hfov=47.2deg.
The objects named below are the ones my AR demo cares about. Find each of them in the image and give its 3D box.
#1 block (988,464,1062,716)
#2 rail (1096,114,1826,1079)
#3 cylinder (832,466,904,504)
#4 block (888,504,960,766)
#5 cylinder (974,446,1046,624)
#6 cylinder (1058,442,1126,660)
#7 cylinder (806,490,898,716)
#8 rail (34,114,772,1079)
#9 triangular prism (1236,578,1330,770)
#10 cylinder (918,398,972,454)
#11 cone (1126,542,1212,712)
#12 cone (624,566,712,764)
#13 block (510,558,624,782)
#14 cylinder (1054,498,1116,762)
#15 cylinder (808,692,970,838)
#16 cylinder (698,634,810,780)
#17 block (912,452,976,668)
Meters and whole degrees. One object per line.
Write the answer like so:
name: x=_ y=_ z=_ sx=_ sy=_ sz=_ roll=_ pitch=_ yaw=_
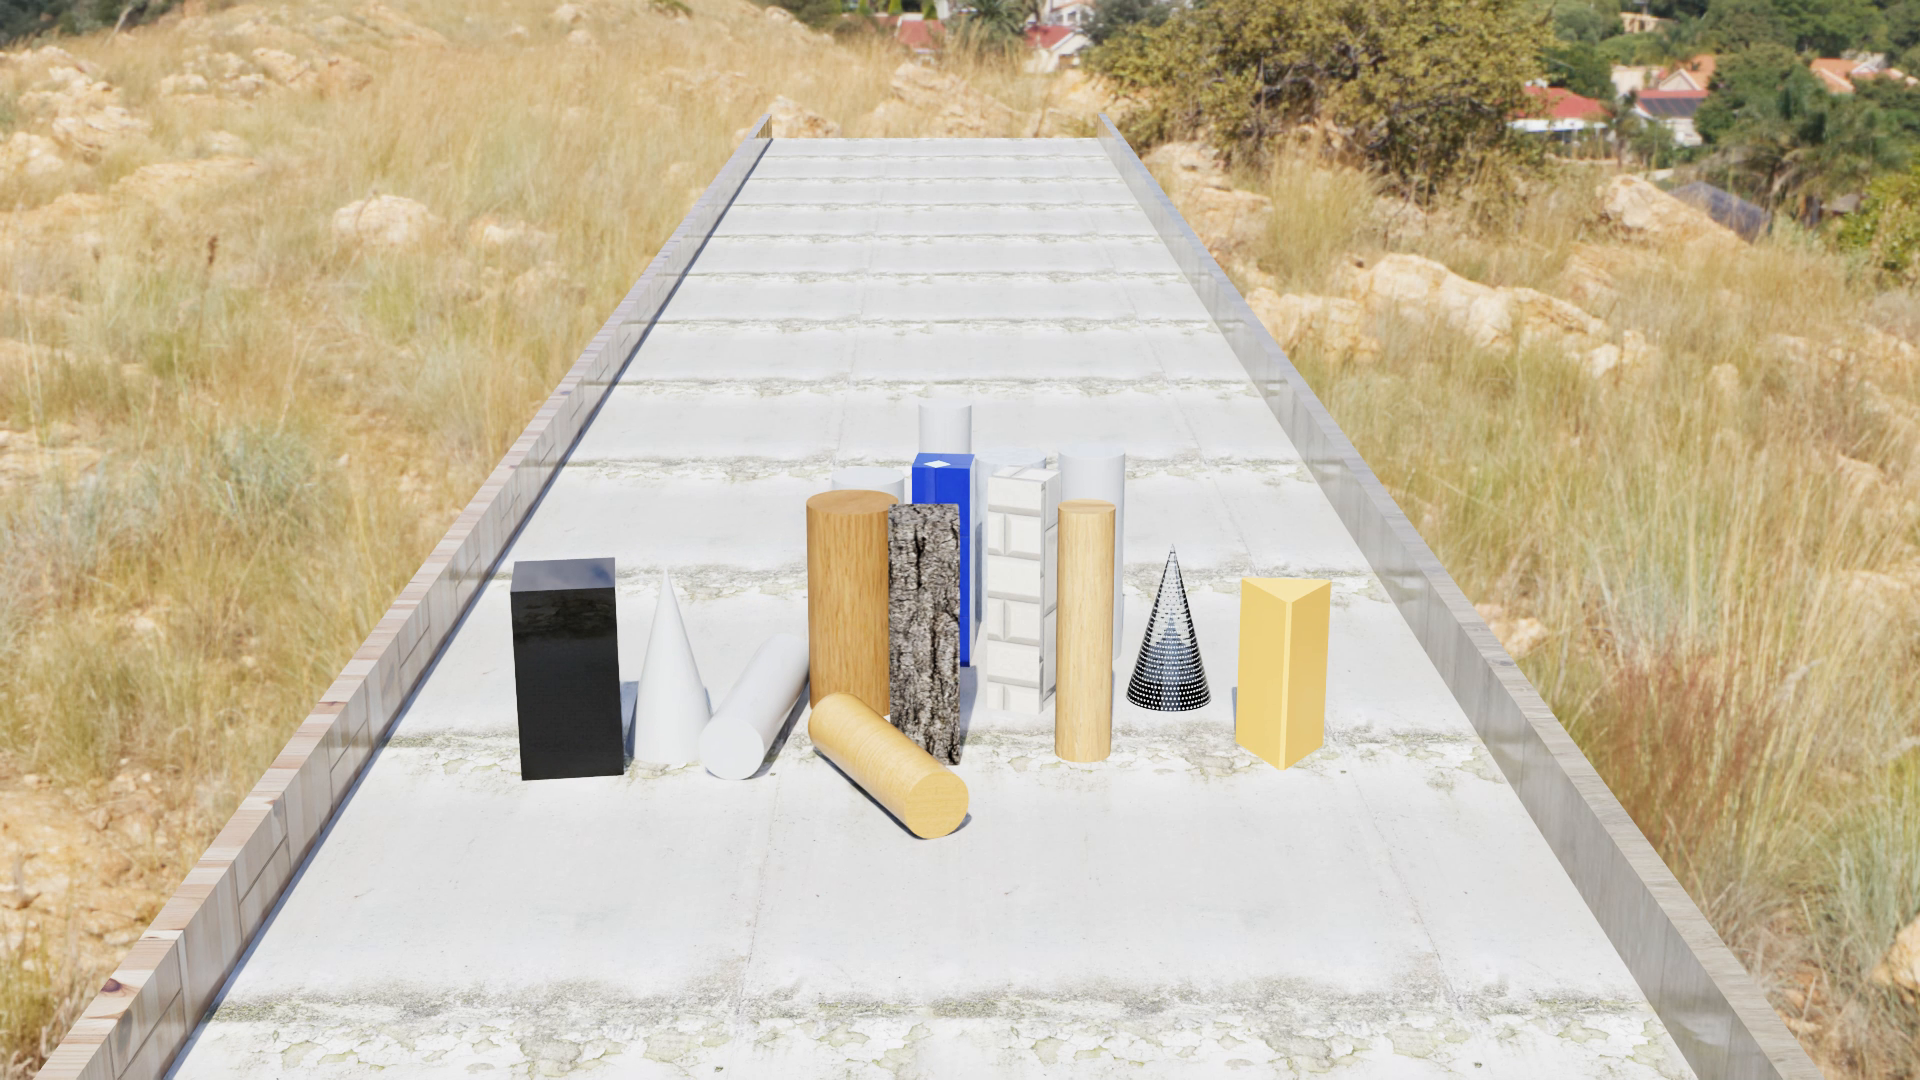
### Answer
block: x=0.120 y=0.094 z=4.123 sx=0.104 sy=0.449 sz=0.104 roll=7 pitch=18 yaw=23
rail: x=0.932 y=-0.844 z=7.801 sx=0.050 sy=0.150 sz=12.000 roll=0 pitch=17 yaw=-1
cylinder: x=-0.192 y=0.014 z=4.640 sx=0.154 sy=0.308 sz=0.154 roll=0 pitch=17 yaw=0
block: x=-0.063 y=0.168 z=3.880 sx=0.123 sy=0.446 sz=0.123 roll=0 pitch=17 yaw=-1
cylinder: x=0.105 y=-0.008 z=4.641 sx=0.151 sy=0.350 sz=0.151 roll=0 pitch=17 yaw=0
cylinder: x=0.260 y=0.026 z=4.398 sx=0.133 sy=0.423 sz=0.133 roll=0 pitch=17 yaw=0
cylinder: x=-0.199 y=0.121 z=4.117 sx=0.171 sy=0.400 sz=0.171 roll=0 pitch=17 yaw=0
rail: x=-1.118 y=-0.838 z=7.780 sx=0.050 sy=0.150 sz=12.000 roll=0 pitch=17 yaw=-1
triangular prism: x=0.556 y=0.227 z=3.916 sx=0.134 sy=0.311 sz=0.154 roll=12 pitch=20 yaw=34
cylinder: x=-0.032 y=-0.105 z=4.865 sx=0.118 sy=0.407 sz=0.118 roll=0 pitch=17 yaw=0
cone: x=0.400 y=0.152 z=4.175 sx=0.165 sy=0.309 sz=0.165 roll=0 pitch=17 yaw=0
cone: x=-0.519 y=0.207 z=3.927 sx=0.172 sy=0.343 sz=0.172 roll=0 pitch=17 yaw=0
block: x=-0.687 y=0.225 z=3.865 sx=0.176 sy=0.346 sz=0.176 roll=-2 pitch=17 yaw=-8
cylinder: x=0.220 y=0.161 z=3.881 sx=0.100 sy=0.458 sz=0.100 roll=0 pitch=17 yaw=0
cylinder: x=-0.128 y=0.379 z=3.750 sx=0.117 sy=0.117 sz=0.409 roll=-8 pitch=18 yaw=-25
cylinder: x=-0.366 y=0.298 z=4.020 sx=0.117 sy=0.117 sz=0.451 roll=2 pitch=17 yaw=7
block: x=-0.032 y=0.040 z=4.378 sx=0.114 sy=0.408 sz=0.114 roll=2 pitch=17 yaw=5
